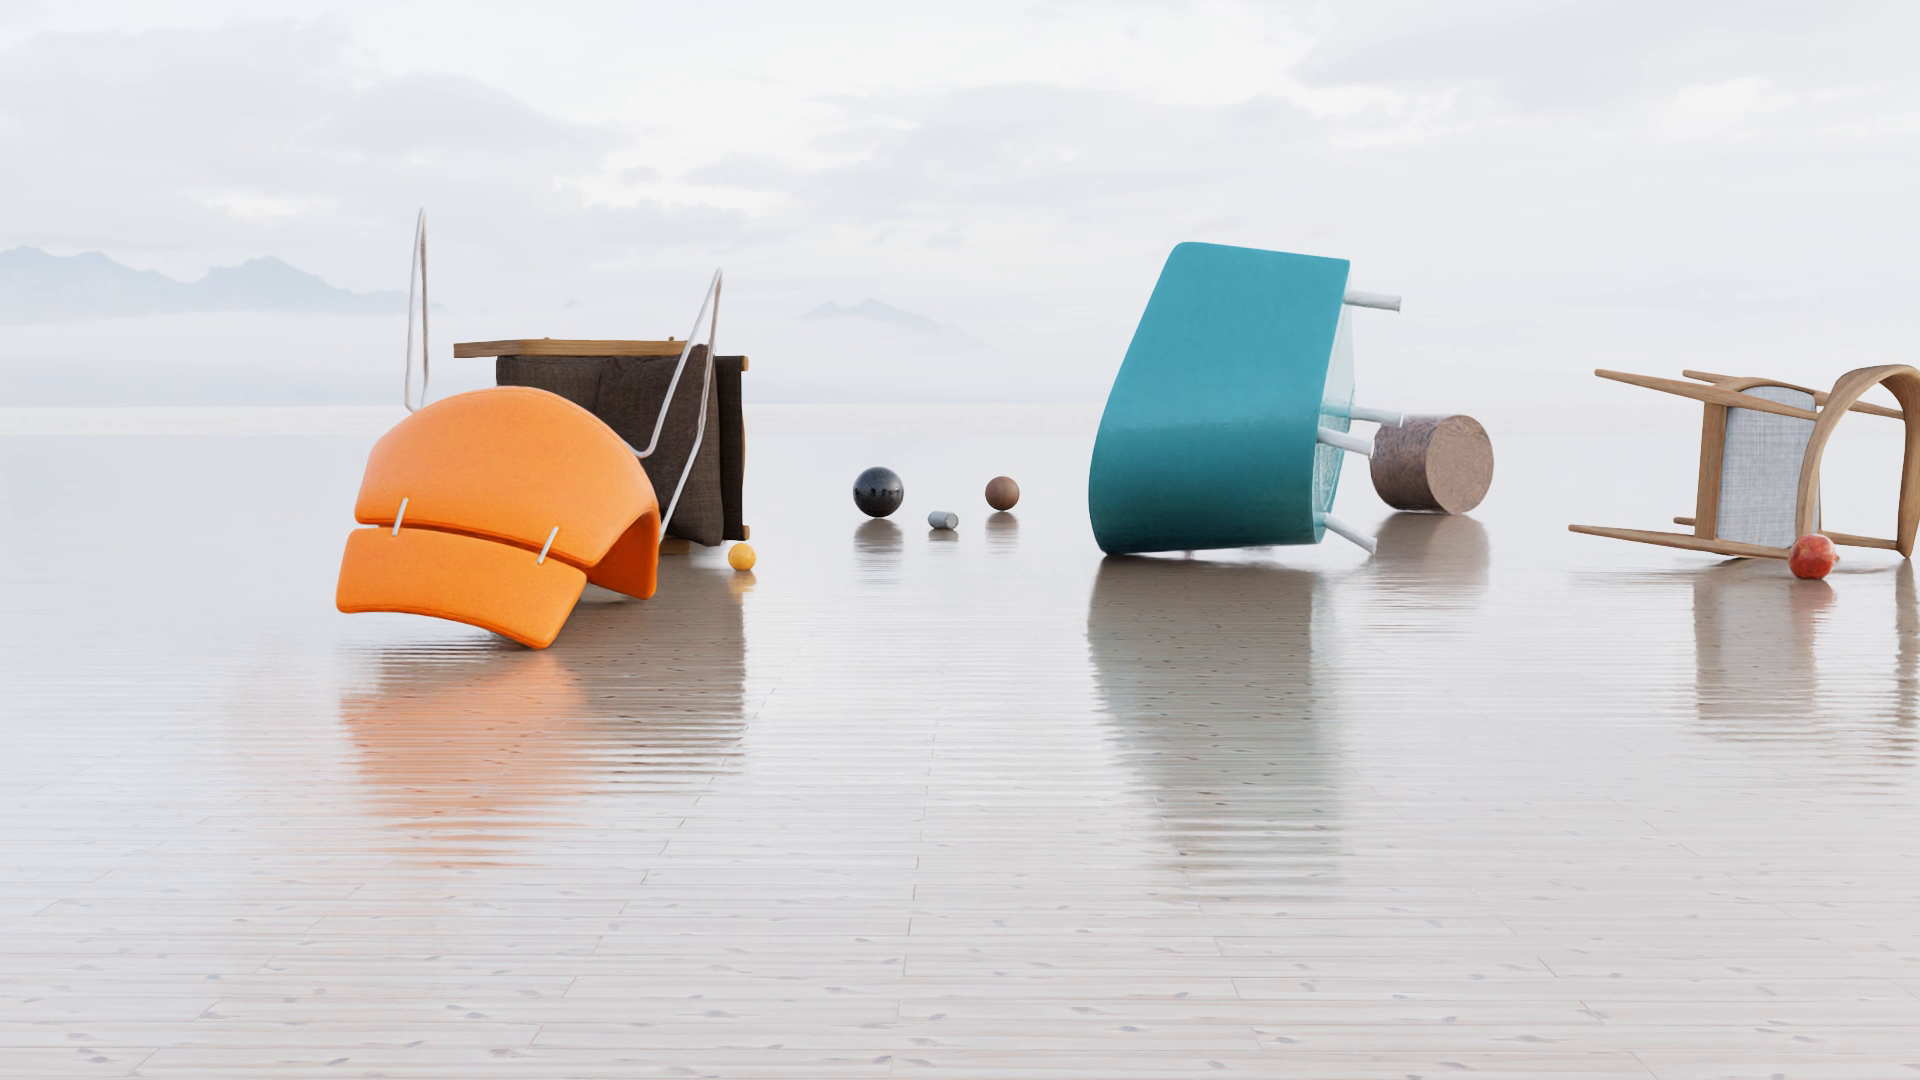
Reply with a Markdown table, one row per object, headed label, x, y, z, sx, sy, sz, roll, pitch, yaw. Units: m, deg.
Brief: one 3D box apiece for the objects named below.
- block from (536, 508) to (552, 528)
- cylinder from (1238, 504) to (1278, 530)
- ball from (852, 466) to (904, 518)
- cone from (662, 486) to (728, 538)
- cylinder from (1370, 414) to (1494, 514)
| label | x | y | z | sx | sy | sz | roll | pitch | yaw |
| --- | --- | --- | --- | --- | --- | --- | --- | --- | --- |
| block | -1.342 | -0.070 | 7.099 | 0.045 | 0.064 | 0.029 | -2 | 5 | -32 |
| cylinder | 0.952 | -0.071 | 7.019 | 0.102 | 0.069 | 0.093 | 28 | -6 | -19 |
| ball | -0.284 | -0.168 | 7.659 | 0.182 | 0.182 | 0.182 | 0 | 4 | 0 |
| cone | -0.757 | -0.046 | 6.653 | 0.175 | 0.170 | 0.249 | 34 | 14 | 31 |
| cylinder | 1.719 | -0.280 | 8.021 | 0.338 | 0.358 | 0.290 | -15 | 11 | -31 |
